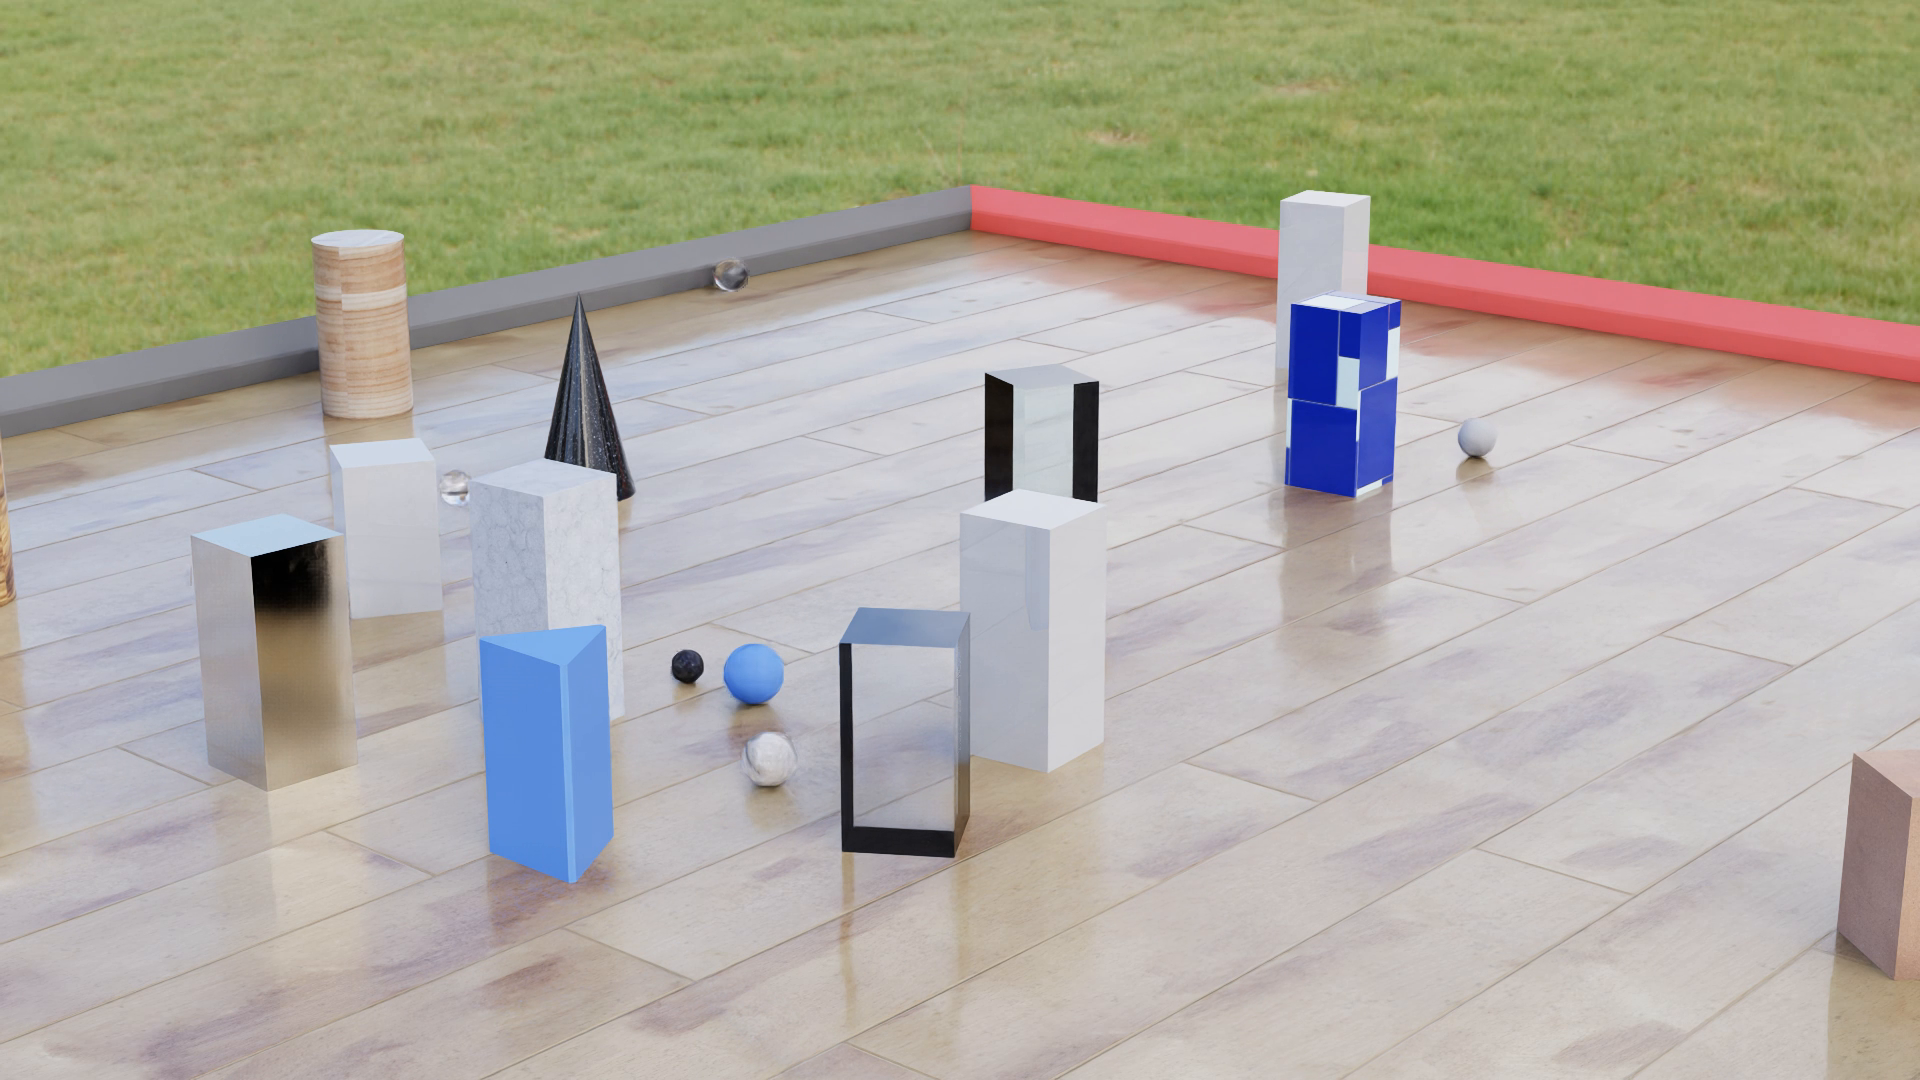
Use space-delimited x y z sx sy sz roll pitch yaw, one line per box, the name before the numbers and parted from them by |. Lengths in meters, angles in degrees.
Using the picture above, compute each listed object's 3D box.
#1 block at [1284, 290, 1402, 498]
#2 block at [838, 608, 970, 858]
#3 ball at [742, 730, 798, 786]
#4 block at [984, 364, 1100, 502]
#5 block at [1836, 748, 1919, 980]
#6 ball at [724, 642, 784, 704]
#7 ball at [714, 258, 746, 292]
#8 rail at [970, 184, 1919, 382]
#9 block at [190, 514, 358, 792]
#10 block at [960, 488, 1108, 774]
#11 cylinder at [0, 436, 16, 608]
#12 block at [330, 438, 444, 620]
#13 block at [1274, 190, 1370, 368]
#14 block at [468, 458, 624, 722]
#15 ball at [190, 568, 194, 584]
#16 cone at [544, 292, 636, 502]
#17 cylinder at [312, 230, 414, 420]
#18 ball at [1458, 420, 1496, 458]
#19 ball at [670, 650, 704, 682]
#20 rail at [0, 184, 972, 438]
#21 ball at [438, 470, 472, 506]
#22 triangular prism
block | 0.754 -0.290 5.776 0.157 0.366 0.157 12 21 35
block | -0.074 0.264 4.048 0.157 0.303 0.157 2 17 8
ball | -0.277 0.317 4.258 0.080 0.080 0.080 0 17 0
block | 0.152 -0.163 5.482 0.157 0.293 0.157 -8 19 -26
block | 1.222 0.404 3.688 0.157 0.244 0.157 -3 17 -10
ball | -0.322 0.209 4.592 0.096 0.096 0.096 0 17 0
ball | -0.593 -0.685 7.576 0.084 0.084 0.084 0 17 0
rail | 1.688 -0.529 6.981 4.433 0.127 0.045 14 22 39
block | -1.003 0.162 4.294 0.157 0.356 0.157 16 23 42
block | 0.108 0.133 4.362 0.157 0.374 0.157 11 20 33
cylinder | -1.744 -0.113 5.037 0.196 0.455 0.196 0 17 0
block | -0.990 -0.022 5.058 0.157 0.267 0.157 -6 18 -19
block | 0.834 -0.593 6.743 0.157 0.389 0.157 9 19 28
block | -0.630 0.090 4.478 0.157 0.388 0.157 12 21 35
ball | -1.297 0.059 5.107 0.084 0.084 0.084 0 17 0
cone | -0.734 -0.287 5.704 0.196 0.403 0.196 0 17 0
cylinder | -1.291 -0.466 6.340 0.196 0.378 0.196 0 17 0
ball | 1.059 -0.208 6.005 0.078 0.078 0.078 0 17 0
ball | -0.436 0.202 4.688 0.053 0.053 0.053 0 17 0
rail | -1.656 -0.383 6.497 0.045 0.127 5.197 14 22 39
ball | -0.970 -0.101 5.660 0.071 0.071 0.071 0 17 0
triangular prism | -0.534 0.280 3.988 0.169 0.308 0.147 14 22 39
